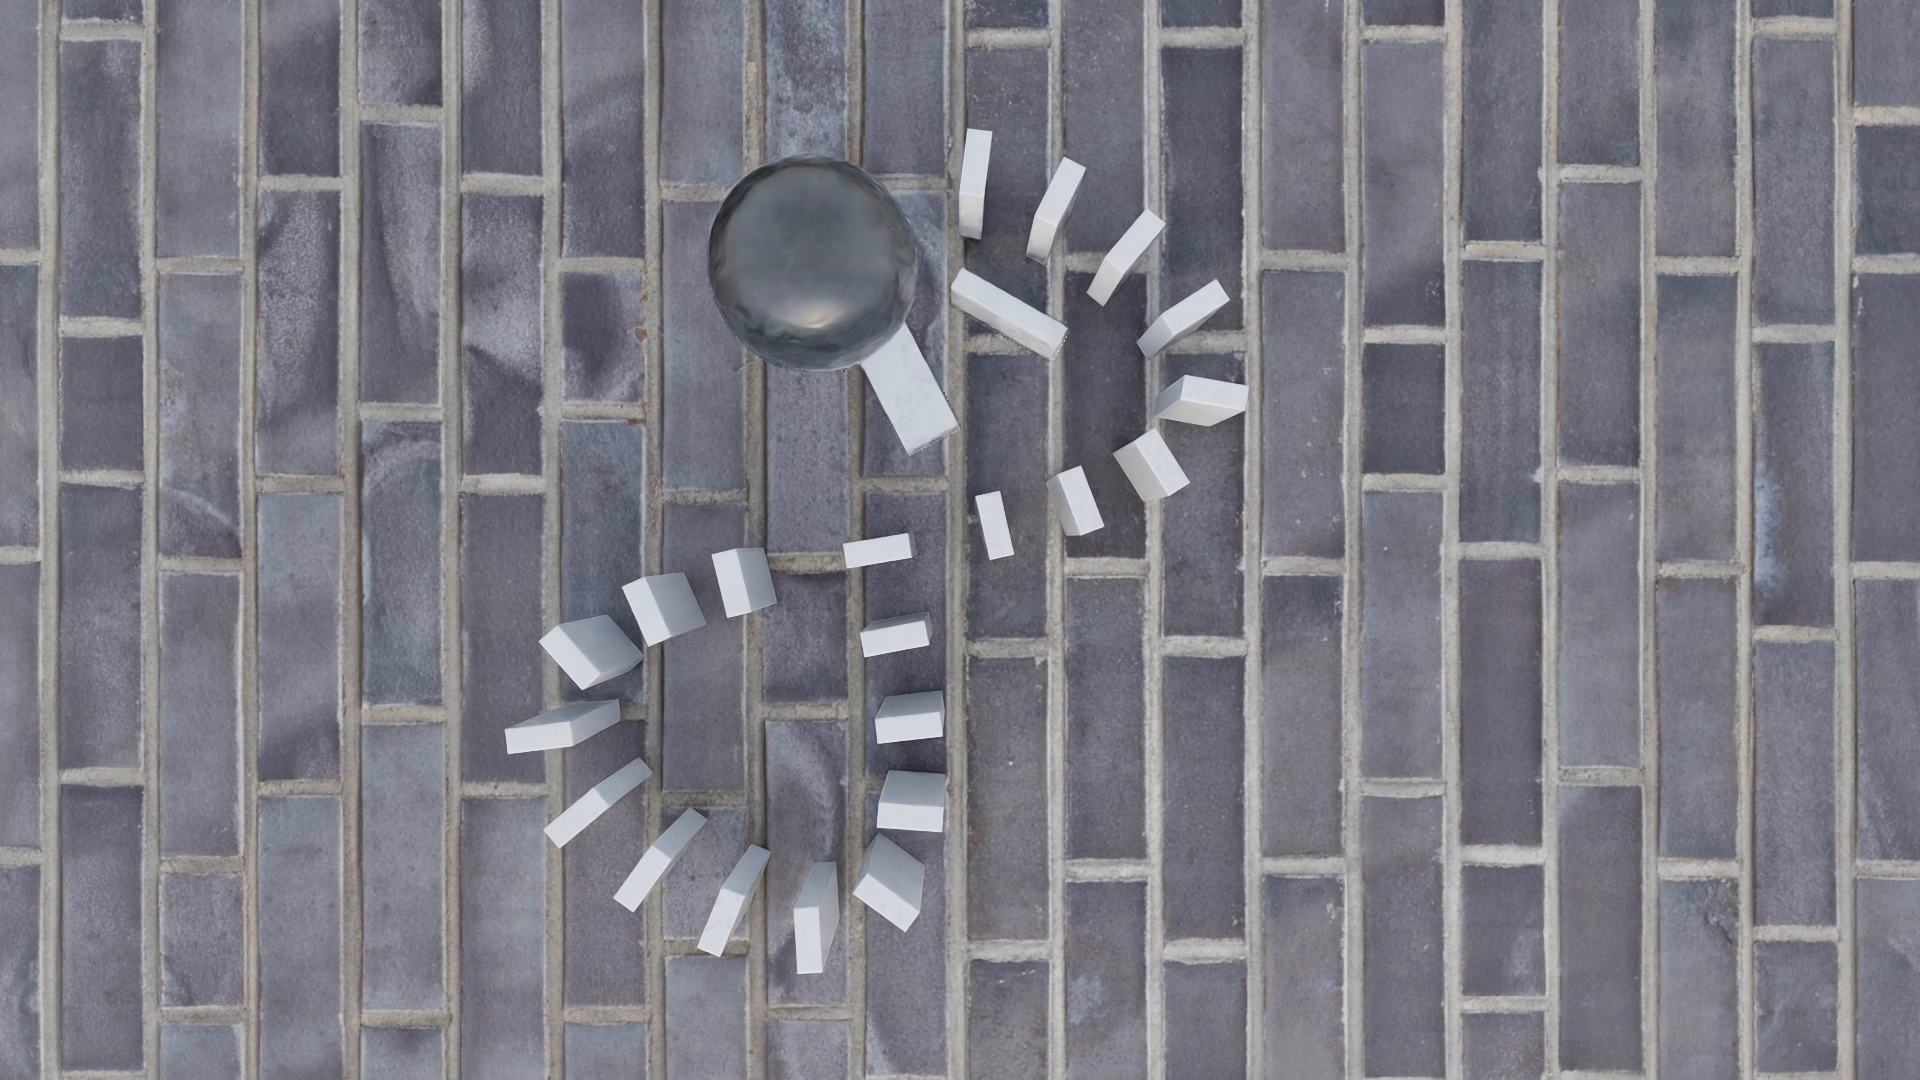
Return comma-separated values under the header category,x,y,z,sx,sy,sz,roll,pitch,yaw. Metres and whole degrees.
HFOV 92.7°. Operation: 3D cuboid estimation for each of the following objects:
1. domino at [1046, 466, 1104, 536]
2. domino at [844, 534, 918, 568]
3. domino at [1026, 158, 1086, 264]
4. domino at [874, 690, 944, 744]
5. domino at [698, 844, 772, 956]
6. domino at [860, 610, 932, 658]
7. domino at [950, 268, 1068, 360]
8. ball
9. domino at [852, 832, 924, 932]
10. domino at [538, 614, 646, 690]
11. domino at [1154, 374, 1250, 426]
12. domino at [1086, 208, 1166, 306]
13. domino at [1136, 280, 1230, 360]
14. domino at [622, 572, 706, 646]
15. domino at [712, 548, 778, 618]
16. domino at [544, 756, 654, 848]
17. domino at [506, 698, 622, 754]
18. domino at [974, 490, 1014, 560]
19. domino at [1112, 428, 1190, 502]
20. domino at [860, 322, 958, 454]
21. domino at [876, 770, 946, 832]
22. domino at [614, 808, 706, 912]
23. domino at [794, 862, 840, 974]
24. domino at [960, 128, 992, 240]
category,x,y,z,sx,sy,sz,roll,pitch,yaw
domino,0.046,-0.015,0.375,0.009,0.050,0.025,-21,90,0
domino,-0.032,0.004,0.375,0.025,0.050,0.009,-10,90,0
domino,0.038,-0.133,0.375,0.010,0.050,0.025,27,90,0
domino,-0.020,0.072,0.375,0.025,0.050,0.010,-7,90,0
domino,-0.091,0.146,0.375,0.009,0.050,0.025,22,90,0
domino,-0.025,0.038,0.375,0.025,0.050,0.010,-11,90,0
domino,0.020,-0.095,0.388,0.050,0.025,0.010,30,90,0
ball,-0.056,-0.105,0.353,0.080,0.080,0.080,0,90,0
domino,-0.028,0.139,0.375,0.025,0.050,0.010,36,90,0
domino,-0.149,0.045,0.375,0.010,0.050,0.025,-42,90,0
domino,0.097,-0.056,0.375,0.025,0.050,0.009,10,90,0
domino,0.067,-0.114,0.375,0.009,0.050,0.025,40,90,0
domino,0.090,-0.089,0.375,0.025,0.050,0.009,-33,90,0
domino,-0.120,0.027,0.375,0.009,0.050,0.025,-24,90,0
domino,-0.087,0.017,0.375,0.009,0.050,0.025,-14,90,0
domino,-0.147,0.106,0.375,0.025,0.050,0.009,-40,90,0
domino,-0.161,0.076,0.375,0.025,0.050,0.010,-7,90,0
domino,0.013,-0.006,0.375,0.009,0.050,0.025,-13,90,0
domino,0.077,-0.030,0.375,0.009,0.050,0.025,-33,90,0
domino,-0.023,-0.065,0.395,0.025,0.009,0.050,-28,90,0
domino,-0.019,0.106,0.375,0.025,0.050,0.009,4,90,0
domino,-0.121,0.129,0.375,0.009,0.050,0.025,36,90,0
domino,-0.058,0.153,0.375,0.009,0.050,0.025,-3,90,0
domino,0.006,-0.144,0.375,0.009,0.050,0.025,7,90,0
